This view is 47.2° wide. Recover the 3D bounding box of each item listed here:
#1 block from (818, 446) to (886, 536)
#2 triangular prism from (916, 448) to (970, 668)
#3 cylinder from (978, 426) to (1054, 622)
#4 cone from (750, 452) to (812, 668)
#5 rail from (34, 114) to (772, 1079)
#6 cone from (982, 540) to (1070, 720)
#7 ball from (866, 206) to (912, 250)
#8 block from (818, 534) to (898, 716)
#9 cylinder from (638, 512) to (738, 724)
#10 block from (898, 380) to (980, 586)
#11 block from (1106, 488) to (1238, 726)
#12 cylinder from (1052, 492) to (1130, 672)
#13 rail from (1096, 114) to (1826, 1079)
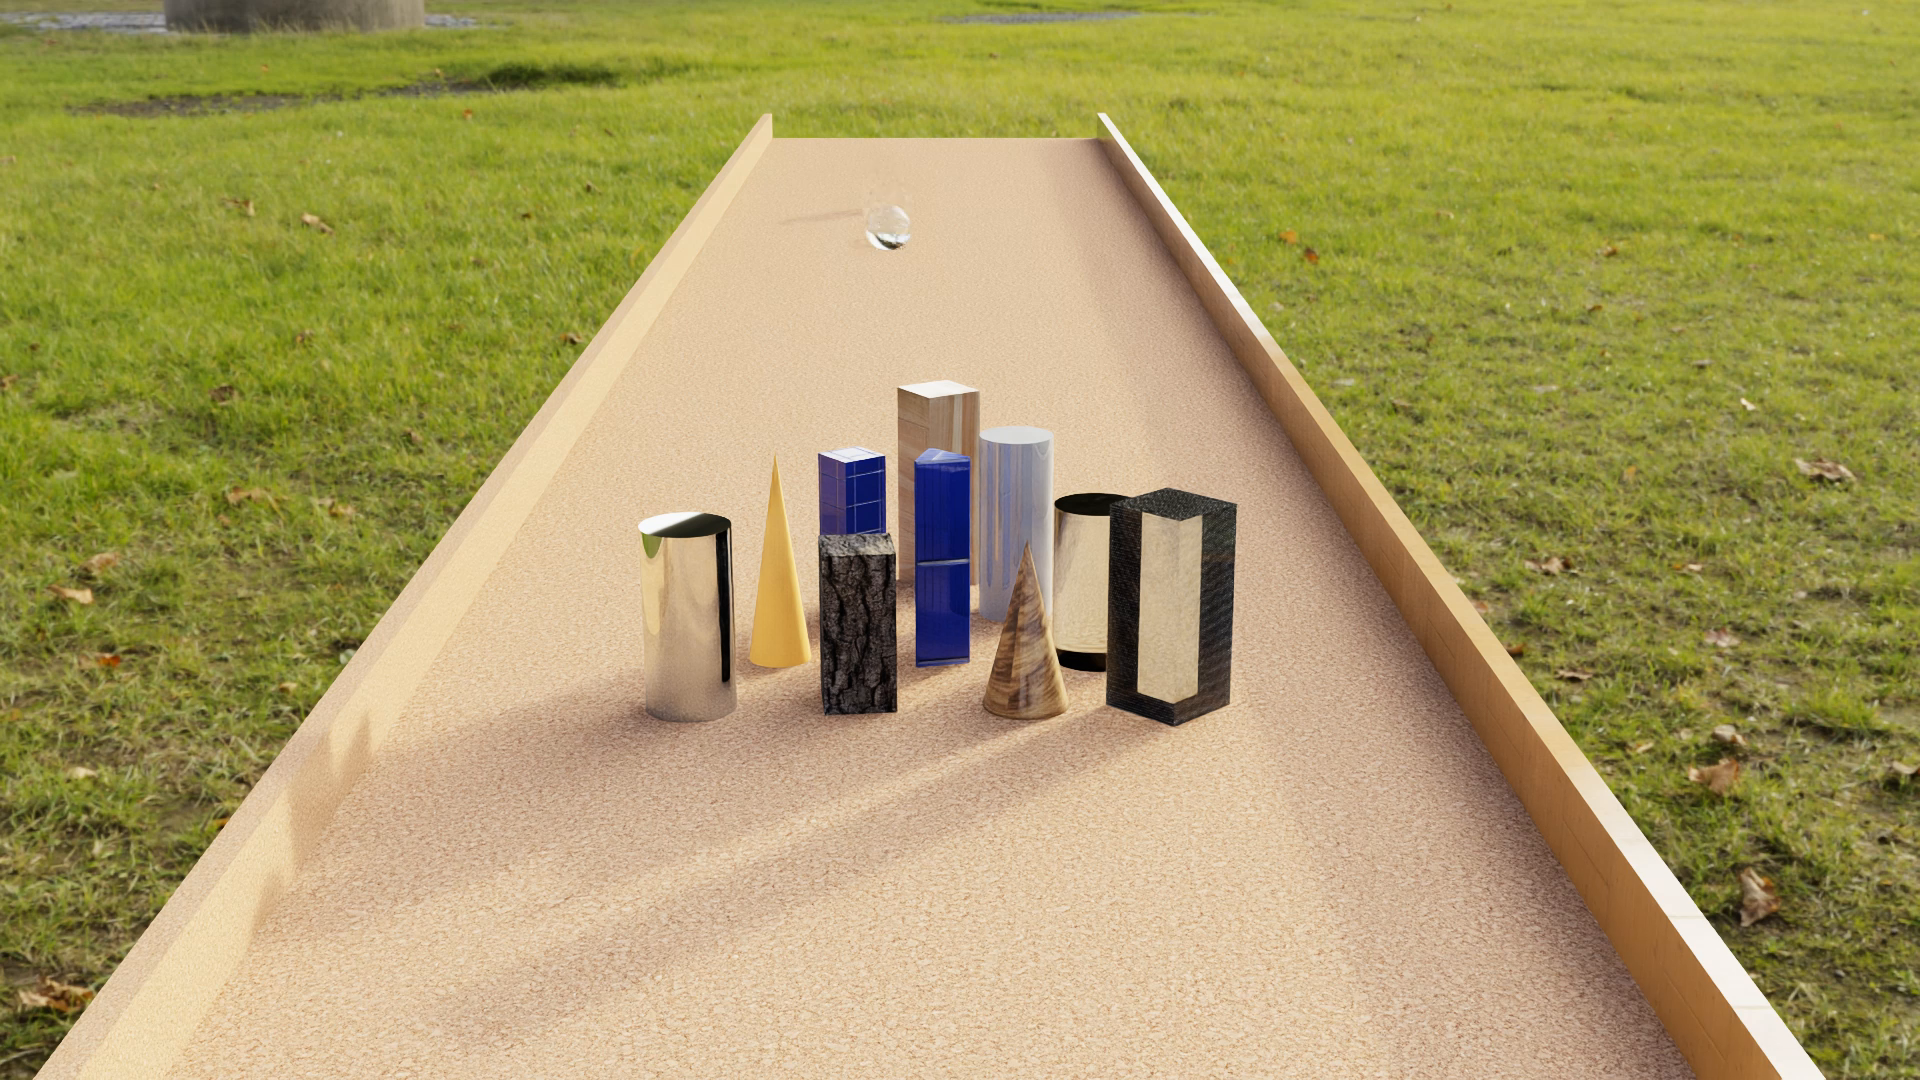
[{"bbox_3d":[-0.225,-0.005,4.612,0.101,0.360,0.101,-12,21,-36],"label":"block"},{"bbox_3d":[-0.046,0.033,4.373,0.110,0.423,0.096,-4,17,-14],"label":"triangular prism"},{"bbox_3d":[0.118,-0.033,4.654,0.156,0.390,0.156,0,17,0],"label":"cylinder"},{"bbox_3d":[-0.362,0.030,4.372,0.125,0.429,0.125,0,17,0],"label":"cone"},{"bbox_3d":[-1.118,-0.838,7.780,0.050,0.150,12.000,0,17,-1],"label":"rail"},{"bbox_3d":[0.125,0.155,4.129,0.166,0.329,0.166,0,17,0],"label":"cone"},{"bbox_3d":[-0.304,-1.326,9.346,0.193,0.193,0.193,0,17,0],"label":"ball"},{"bbox_3d":[-0.193,0.158,4.150,0.137,0.312,0.137,-2,17,-6],"label":"block"},{"bbox_3d":[-0.508,0.144,4.114,0.172,0.358,0.172,0,17,0],"label":"cylinder"},{"bbox_3d":[-0.047,-0.119,4.854,0.130,0.440,0.130,-11,20,-32],"label":"block"},{"bbox_3d":[0.395,0.123,4.120,0.167,0.395,0.167,16,23,42],"label":"block"},{"bbox_3d":[0.272,0.083,4.386,0.173,0.320,0.173,0,17,0],"label":"cylinder"},{"bbox_3d":[0.932,-0.844,7.801,0.050,0.150,12.000,0,17,-1],"label":"rail"}]
